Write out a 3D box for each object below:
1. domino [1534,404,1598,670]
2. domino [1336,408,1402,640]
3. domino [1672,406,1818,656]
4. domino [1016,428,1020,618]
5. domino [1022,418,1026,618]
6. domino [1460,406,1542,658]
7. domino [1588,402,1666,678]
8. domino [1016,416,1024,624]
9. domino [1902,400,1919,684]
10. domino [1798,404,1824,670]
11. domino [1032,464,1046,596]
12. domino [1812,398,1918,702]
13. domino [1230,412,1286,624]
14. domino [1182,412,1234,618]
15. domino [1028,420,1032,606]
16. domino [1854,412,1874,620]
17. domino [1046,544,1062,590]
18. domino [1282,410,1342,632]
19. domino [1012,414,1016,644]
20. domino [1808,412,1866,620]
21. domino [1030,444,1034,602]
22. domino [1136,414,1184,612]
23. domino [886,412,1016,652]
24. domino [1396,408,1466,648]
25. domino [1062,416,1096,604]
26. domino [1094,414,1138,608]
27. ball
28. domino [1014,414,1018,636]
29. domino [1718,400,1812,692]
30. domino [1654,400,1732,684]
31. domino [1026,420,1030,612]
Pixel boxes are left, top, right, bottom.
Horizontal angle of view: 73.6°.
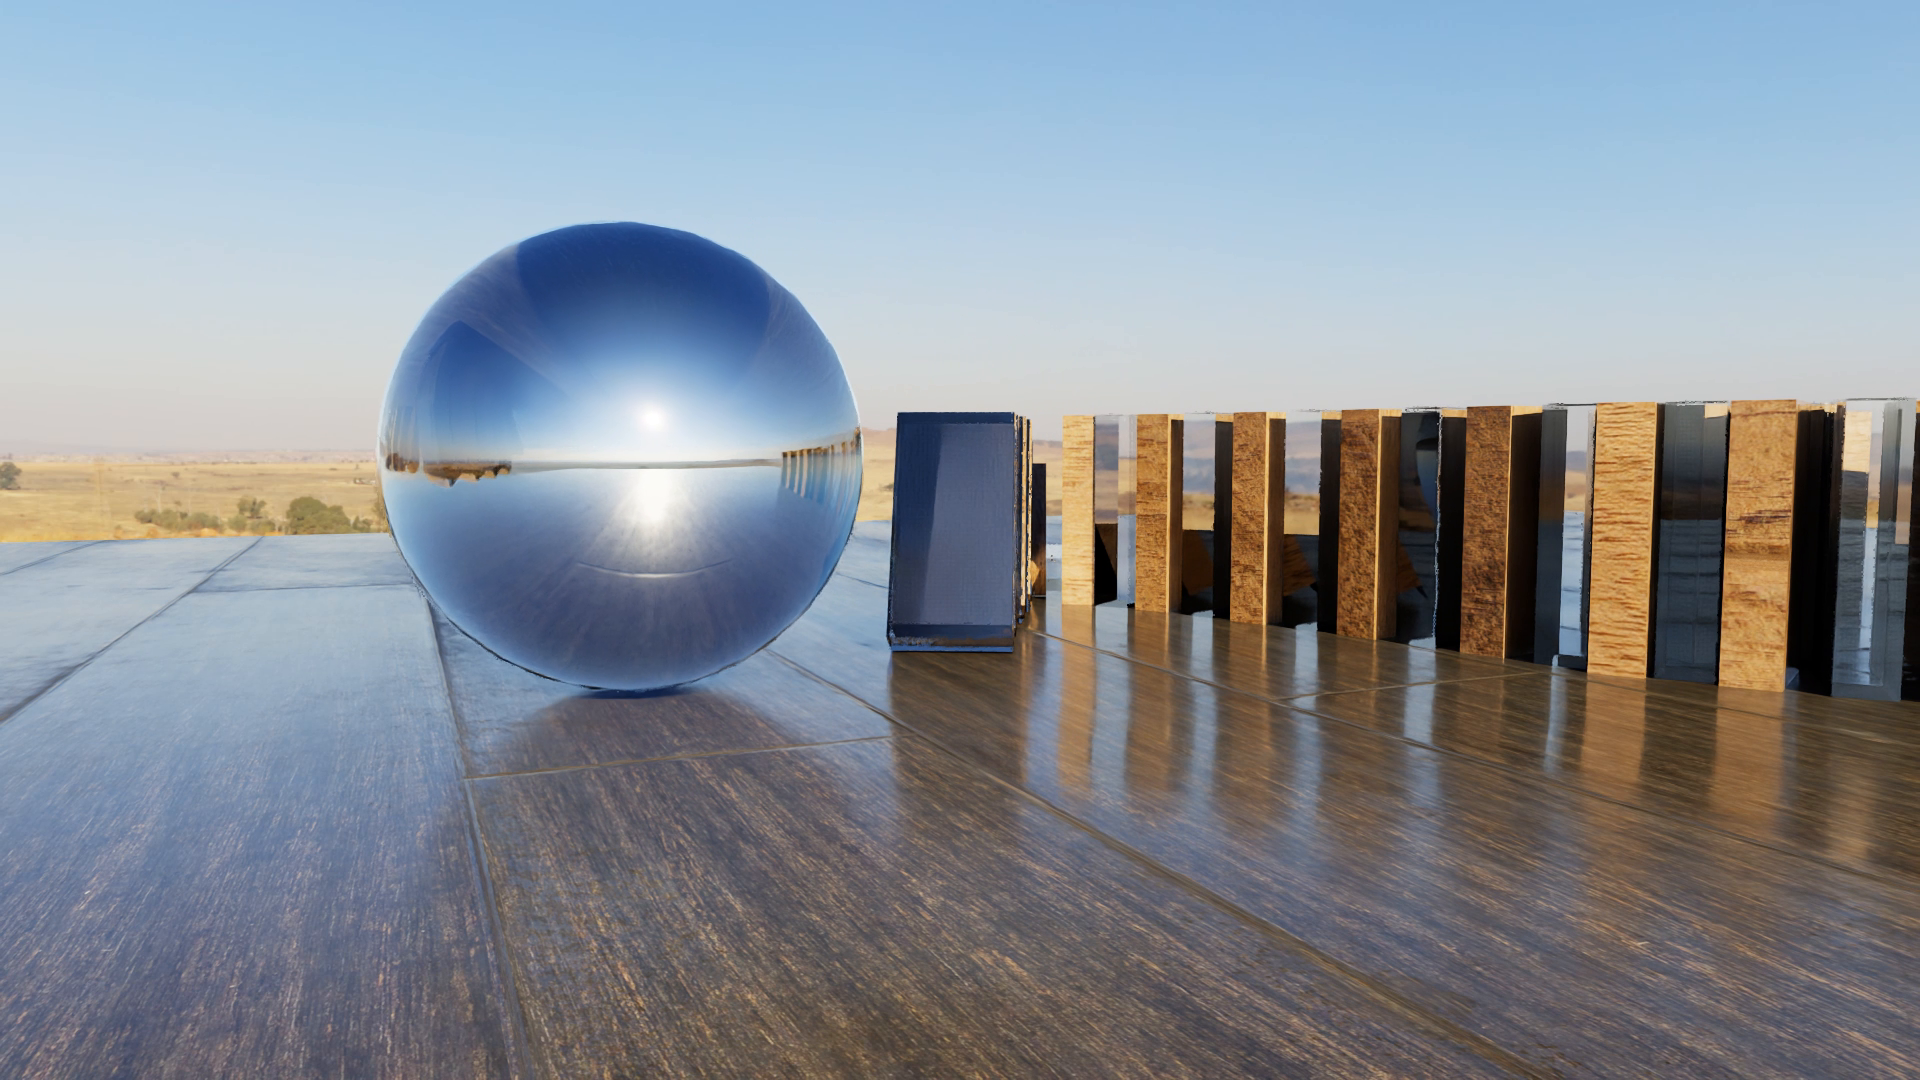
[{"bbox_3d":[0.123,-0.001,0.253,0.010,0.050,0.025,4,6,42],"label":"domino"},{"bbox_3d":[0.097,-0.004,0.289,0.025,0.050,0.010,-3,5,-37],"label":"domino"},{"bbox_3d":[0.159,-0.002,0.262,0.025,0.050,0.009,-1,4,-11],"label":"domino"},{"bbox_3d":[0.001,-0.005,0.300,0.025,0.050,0.010,0,-21,4],"label":"domino"},{"bbox_3d":[0.004,-0.006,0.321,0.025,0.050,0.009,0,-21,4],"label":"domino"},{"bbox_3d":[0.115,-0.002,0.264,0.025,0.050,0.010,-3,5,-36],"label":"domino"},{"bbox_3d":[0.128,-0.001,0.244,0.009,0.050,0.025,3,6,39],"label":"domino"},{"bbox_3d":[0.003,-0.005,0.310,0.025,0.050,0.009,0,-21,4],"label":"domino"},{"bbox_3d":[0.175,0.000,0.237,0.009,0.050,0.025,2,5,29],"label":"domino"},{"bbox_3d":[0.165,-0.001,0.249,0.025,0.050,0.010,-2,5,-29],"label":"domino"},{"bbox_3d":[0.013,-0.004,0.376,0.025,0.009,0.050,0,39,4],"label":"domino"},{"bbox_3d":[0.157,0.001,0.223,0.009,0.050,0.025,2,5,27],"label":"domino"},{"bbox_3d":[0.078,-0.006,0.312,0.025,0.050,0.010,-4,6,-40],"label":"domino"},{"bbox_3d":[0.068,-0.007,0.324,0.025,0.050,0.010,-4,6,-42],"label":"domino"},{"bbox_3d":[0.006,-0.008,0.342,0.025,0.050,0.010,0,-23,4],"label":"domino"},{"bbox_3d":[0.225,-0.006,0.318,0.009,0.050,0.025,2,5,25],"label":"domino"},{"bbox_3d":[0.022,0.008,0.397,0.025,0.010,0.050,1,4,7],"label":"domino"},{"bbox_3d":[0.088,-0.005,0.300,0.025,0.050,0.009,-4,6,-39],"label":"domino"},{"bbox_3d":[-0.001,-0.003,0.279,0.025,0.050,0.010,0,-21,4],"label":"domino"},{"bbox_3d":[0.210,-0.006,0.320,0.010,0.050,0.025,0,4,-3],"label":"domino"},{"bbox_3d":[0.008,-0.006,0.359,0.025,0.050,0.009,0,-39,4],"label":"domino"},{"bbox_3d":[0.057,-0.008,0.334,0.010,0.050,0.025,4,6,44],"label":"domino"},{"bbox_3d":[-0.001,-0.002,0.268,0.025,0.050,0.010,0,-21,4],"label":"domino"},{"bbox_3d":[0.106,-0.003,0.276,0.025,0.050,0.010,-3,5,-37],"label":"domino"},{"bbox_3d":[0.034,-0.009,0.351,0.010,0.050,0.025,1,4,9],"label":"domino"},{"bbox_3d":[0.046,-0.008,0.344,0.010,0.050,0.025,3,5,31],"label":"domino"},{"bbox_3d":[-0.057,-0.014,0.221,0.080,0.080,0.080,0,4,0],"label":"ball"},{"bbox_3d":[0.000,-0.004,0.289,0.025,0.050,0.009,0,-21,4],"label":"domino"},{"bbox_3d":[0.145,0.000,0.231,0.009,0.050,0.025,3,5,38],"label":"domino"},{"bbox_3d":[0.137,0.000,0.238,0.010,0.050,0.025,3,5,36],"label":"domino"},{"bbox_3d":[0.005,-0.007,0.332,0.025,0.050,0.010,0,-22,4],"label":"domino"}]
